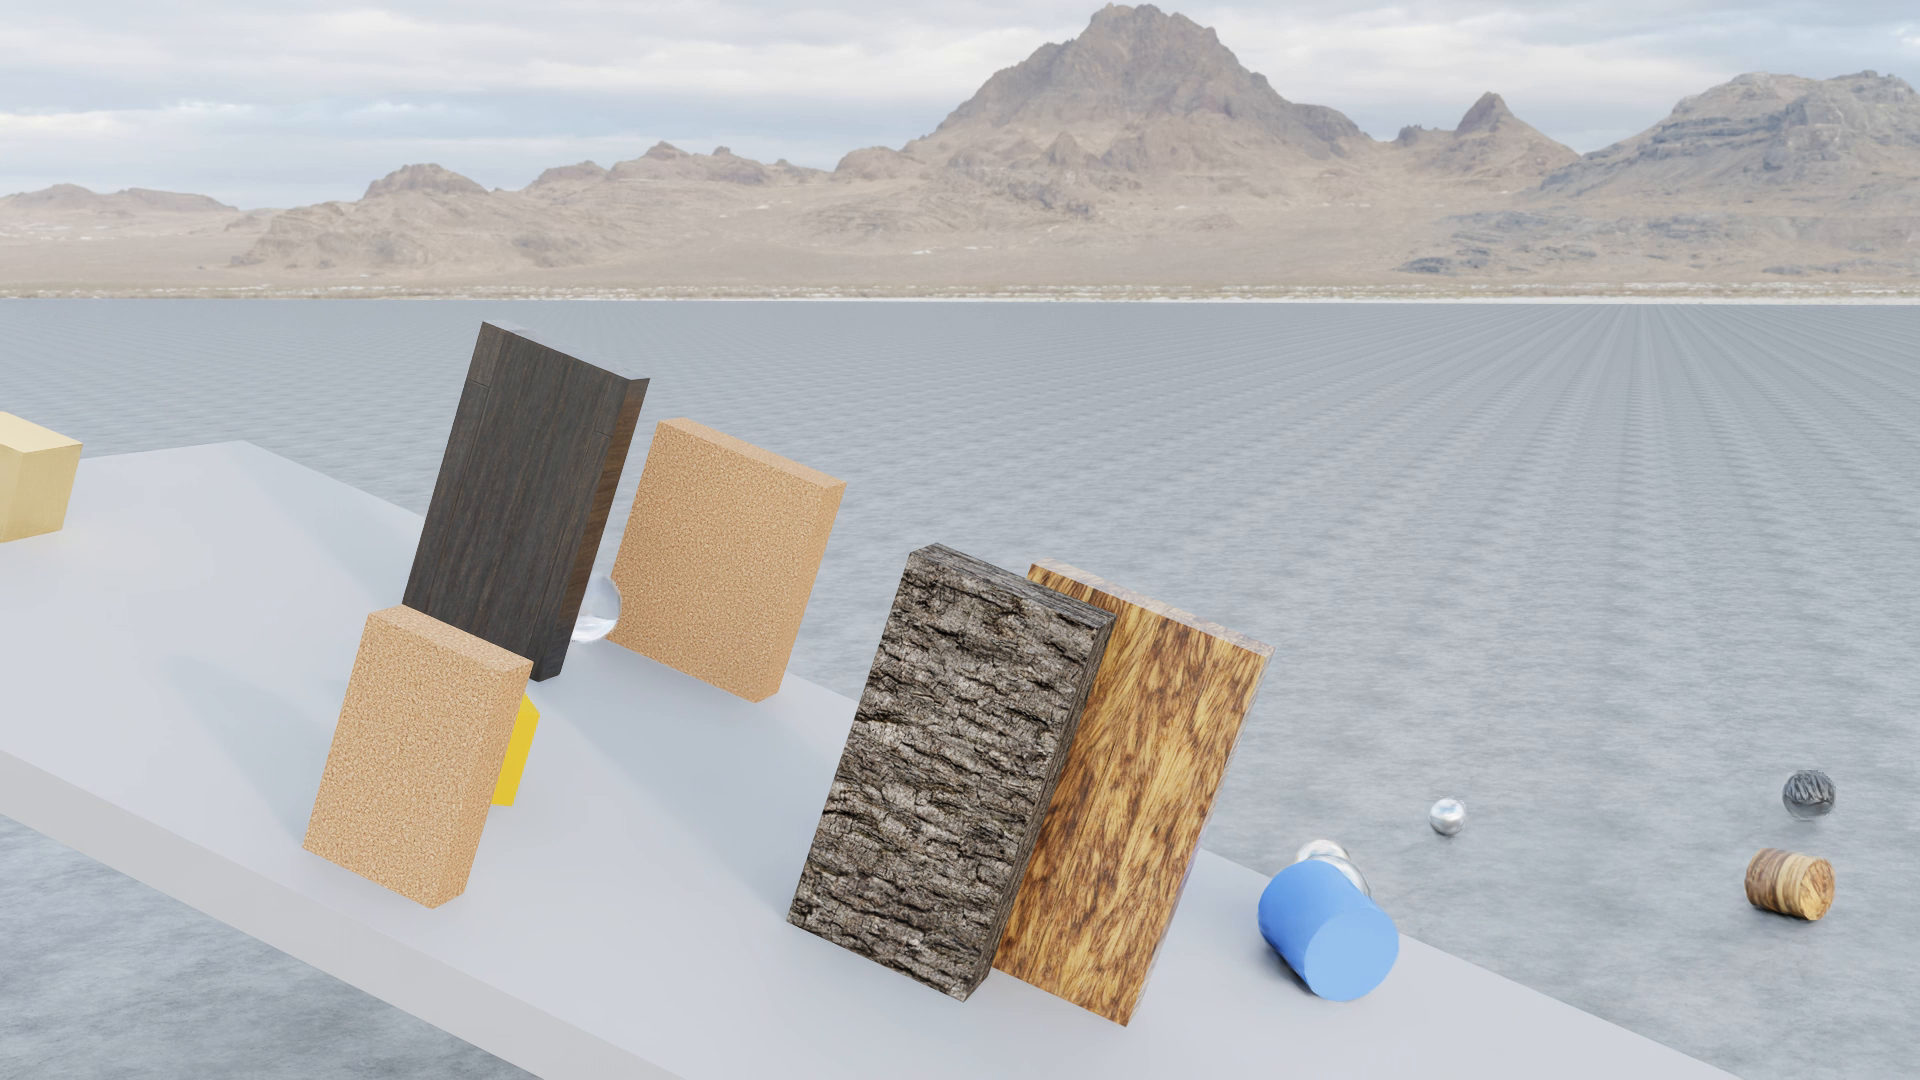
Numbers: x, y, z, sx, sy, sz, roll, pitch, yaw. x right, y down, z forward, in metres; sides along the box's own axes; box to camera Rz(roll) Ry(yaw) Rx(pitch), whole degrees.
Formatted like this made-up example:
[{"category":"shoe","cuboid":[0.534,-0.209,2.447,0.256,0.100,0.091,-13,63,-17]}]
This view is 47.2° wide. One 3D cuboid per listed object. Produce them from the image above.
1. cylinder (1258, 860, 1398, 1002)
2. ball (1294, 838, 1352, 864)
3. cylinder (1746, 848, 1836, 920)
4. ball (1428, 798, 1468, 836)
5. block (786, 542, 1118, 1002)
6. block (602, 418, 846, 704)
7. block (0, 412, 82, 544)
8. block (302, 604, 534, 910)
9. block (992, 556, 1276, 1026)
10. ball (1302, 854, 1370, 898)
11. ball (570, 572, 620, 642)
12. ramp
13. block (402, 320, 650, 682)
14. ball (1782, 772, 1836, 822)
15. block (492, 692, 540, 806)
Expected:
[{"category":"cylinder","cuboid":[0.738,0.784,4.424,0.208,0.208,0.208,-2,19,-19]},{"category":"ball","cuboid":[1.082,0.977,6.556,0.172,0.172,0.172,0,7,0]},{"category":"cylinder","cuboid":[2.405,0.996,6.372,0.177,0.177,0.177,-5,9,-37]},{"category":"ball","cuboid":[1.613,0.915,7.267,0.124,0.124,0.124,0,7,0]},{"category":"block","cuboid":[-0.017,0.399,3.809,0.346,0.700,0.147,22,12,14]},{"category":"block","cuboid":[-0.549,0.042,5.008,0.423,0.521,0.138,22,12,14]},{"category":"block","cuboid":[-1.938,-0.130,4.452,0.192,0.192,0.192,21,12,9]},{"category":"block","cuboid":[-0.860,0.341,3.484,0.245,0.408,0.099,22,12,14]},{"category":"block","cuboid":[0.225,0.446,3.924,0.439,0.718,0.105,22,12,14]},{"category":"ball","cuboid":[0.774,0.758,4.647,0.186,0.186,0.186,0,7,0]},{"category":"ball","cuboid":[-0.845,0.149,4.947,0.162,0.162,0.162,0,7,0]},{"category":"ramp","cuboid":[-0.340,0.629,4.215,4.000,0.100,2.000,22,12,14]},{"category":"block","cuboid":[-0.922,-0.083,4.628,0.353,0.675,0.096,22,12,14]},{"category":"ball","cuboid":[2.881,0.869,7.464,0.168,0.168,0.168,0,7,0]},{"category":"block","cuboid":[-0.890,0.348,3.952,0.181,0.181,0.181,11,14,-31]}]
